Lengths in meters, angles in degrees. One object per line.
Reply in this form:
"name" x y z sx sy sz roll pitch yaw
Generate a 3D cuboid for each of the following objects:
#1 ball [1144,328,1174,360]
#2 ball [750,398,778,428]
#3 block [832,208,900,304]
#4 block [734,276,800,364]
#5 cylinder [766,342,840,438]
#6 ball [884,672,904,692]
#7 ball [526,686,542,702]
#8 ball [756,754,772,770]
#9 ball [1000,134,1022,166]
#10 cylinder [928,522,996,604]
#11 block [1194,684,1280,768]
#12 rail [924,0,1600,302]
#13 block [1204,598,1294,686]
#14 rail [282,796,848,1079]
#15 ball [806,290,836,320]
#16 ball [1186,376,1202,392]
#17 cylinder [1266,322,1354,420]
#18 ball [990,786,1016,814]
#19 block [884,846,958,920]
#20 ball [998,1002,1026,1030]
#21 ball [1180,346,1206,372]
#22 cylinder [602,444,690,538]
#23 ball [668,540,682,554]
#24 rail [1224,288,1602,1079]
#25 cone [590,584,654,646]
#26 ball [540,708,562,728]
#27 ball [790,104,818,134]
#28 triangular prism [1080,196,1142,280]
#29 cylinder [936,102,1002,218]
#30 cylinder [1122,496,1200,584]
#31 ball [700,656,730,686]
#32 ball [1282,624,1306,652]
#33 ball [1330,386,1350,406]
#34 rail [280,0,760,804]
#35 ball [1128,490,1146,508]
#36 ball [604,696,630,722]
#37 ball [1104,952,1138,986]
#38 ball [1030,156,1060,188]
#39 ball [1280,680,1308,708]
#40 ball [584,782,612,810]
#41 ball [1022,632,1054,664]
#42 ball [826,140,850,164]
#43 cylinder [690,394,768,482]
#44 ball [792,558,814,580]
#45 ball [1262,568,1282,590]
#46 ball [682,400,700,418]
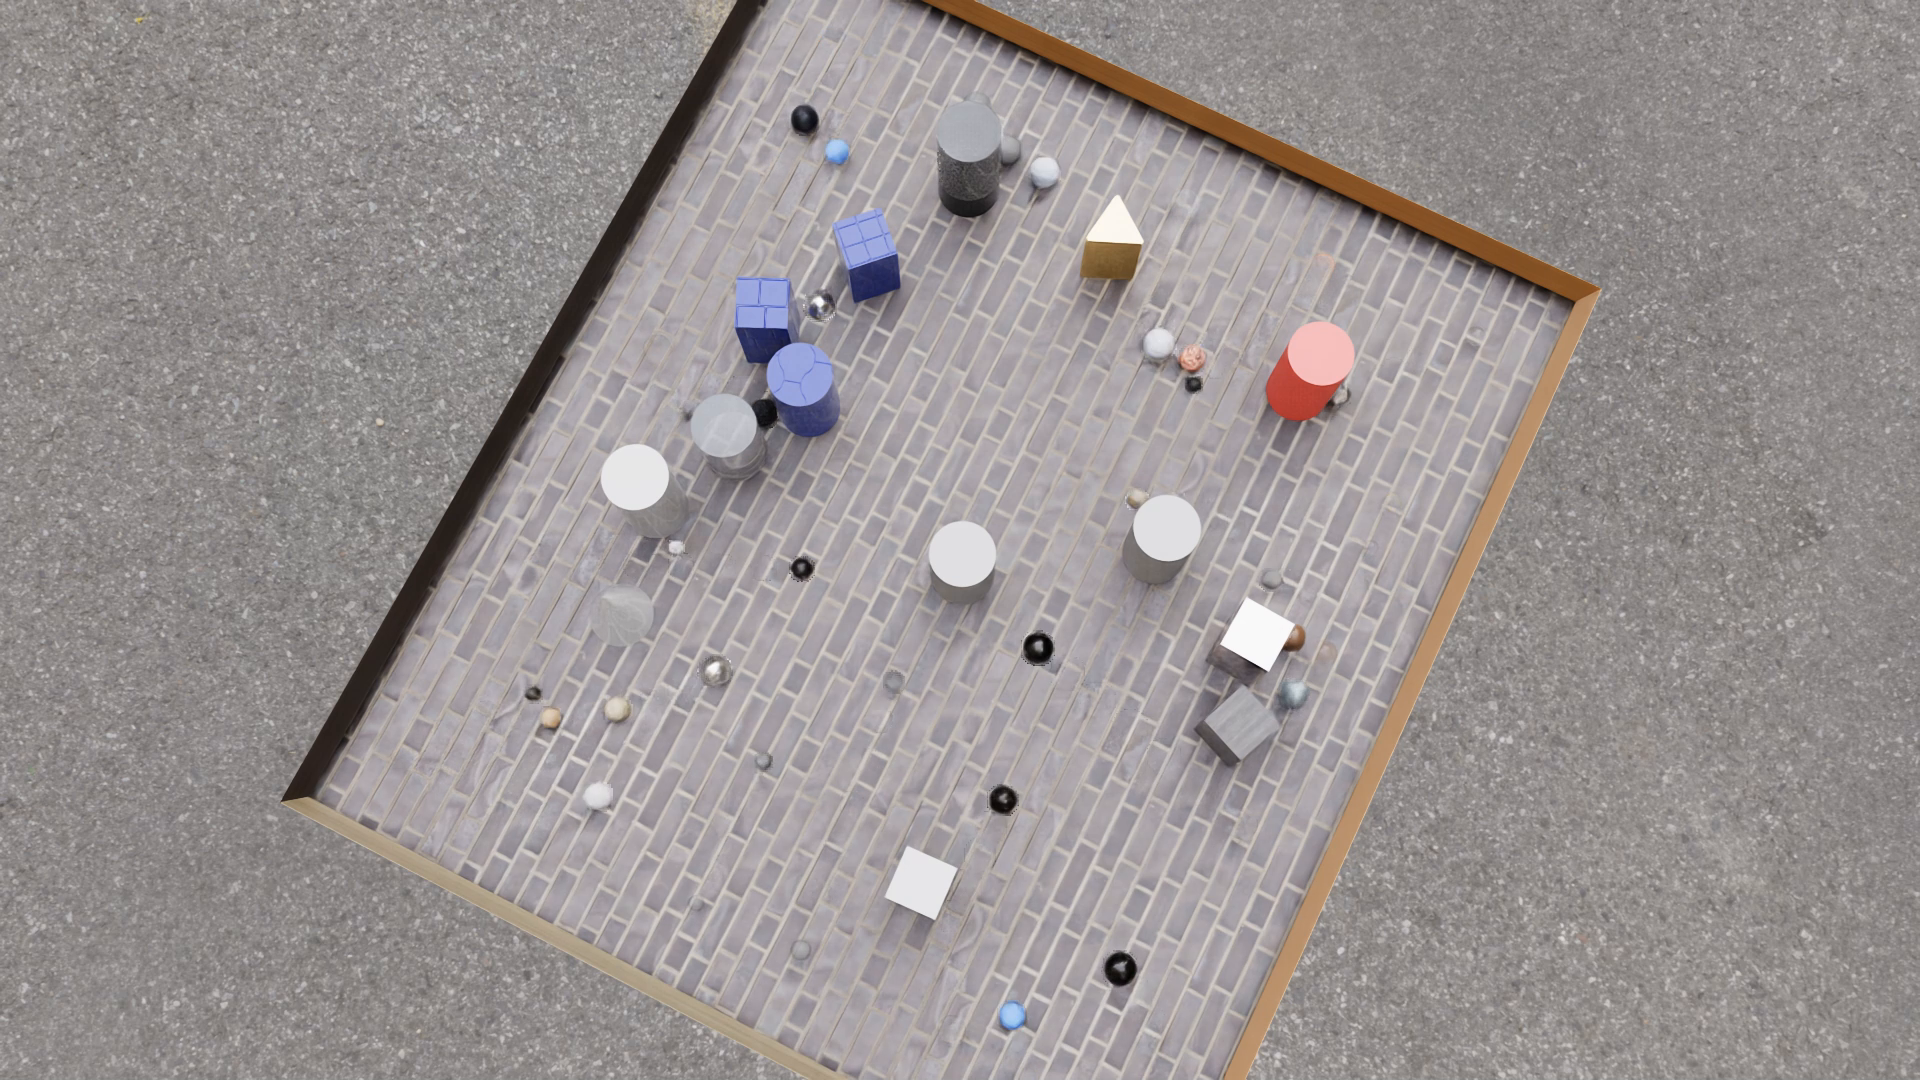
"ball" 0.618 -0.610 5.693 0.097 0.097 0.097 0 78 0
"ball" -0.606 -0.392 5.653 0.088 0.088 0.088 0 78 0
"block" -0.286 -0.873 5.641 0.155 0.306 0.155 -19 79 -4
"block" -0.583 -0.663 5.573 0.155 0.354 0.155 2 78 0
"cylinder" -0.468 -0.449 5.531 0.194 0.350 0.194 0 78 0
"ball" -0.198 0.427 5.498 0.059 0.059 0.059 0 78 0
"ball" -1.279 0.461 5.497 0.047 0.047 0.047 0 78 0
"ball" -0.586 0.659 5.456 0.047 0.047 0.047 0 78 0
"ball" 0.149 -1.239 5.823 0.097 0.097 0.097 0 78 0
"cylinder" 0.007 0.071 5.448 0.194 0.302 0.194 0 78 0
"block" 0.810 0.548 5.378 0.155 0.245 0.155 -41 81 -8
"rail" 0.700 -1.364 5.833 2.838 0.126 0.045 26 80 5
"block" 0.846 0.303 5.376 0.155 0.348 0.155 30 80 6
"rail" -0.700 1.377 5.266 2.838 0.126 0.045 26 80 5
"ball" -0.436 -0.733 5.721 0.093 0.093 0.093 0 78 0
"ball" 0.728 -0.484 5.693 0.046 0.046 0.046 0 78 0
"cylinder" 1.051 -0.504 5.523 0.194 0.387 0.194 0 78 0
"ball" 0.127 0.768 5.415 0.083 0.083 0.083 0 78 0
"block" -0.109 0.990 5.280 0.155 0.258 0.155 23 79 5
"ball" 0.151 1.374 5.293 0.078 0.078 0.078 0 78 0
"ball" 0.722 -0.563 5.692 0.080 0.080 0.080 0 78 0
"cylinder" -0.930 -0.140 5.441 0.194 0.400 0.194 0 78 0
"ball" -0.868 0.023 5.590 0.042 0.042 0.042 0 78 0
"rail" 1.248 0.618 5.423 0.045 0.126 3.176 26 80 5
"cone" -1.028 0.196 5.414 0.194 0.317 0.194 0 78 0
"ball" -1.223 0.531 5.475 0.062 0.062 0.062 0 78 0
"ball" -0.496 -1.345 5.848 0.091 0.091 0.091 0 78 0
"triangular prism" 0.468 -0.933 5.647 0.168 0.318 0.146 4 78 1
"cylinder" 0.027 -1.165 5.635 0.194 0.436 0.194 0 78 0
"cylinder" 0.594 0.002 5.432 0.194 0.360 0.194 0 78 0
"ball" -0.733 0.392 5.489 0.091 0.091 0.091 0 78 0
"ball" 0.997 0.295 5.512 0.086 0.086 0.086 0 78 0
"ball" 1.176 -0.447 5.666 0.062 0.062 0.062 0 78 0
"rail" -1.248 -0.604 5.676 0.045 0.126 3.176 26 80 5
"ball" 0.543 -0.125 5.613 0.057 0.057 0.057 0 78 0
"ball" -1.023 0.505 5.472 0.079 0.079 0.079 0 78 0
"ball" 0.465 1.243 5.311 0.095 0.095 0.095 0 78 0
"ball" 0.268 -1.166 5.808 0.097 0.097 0.097 0 78 0
"ball" 0.998 0.462 5.477 0.086 0.086 0.086 0 78 0
"ball" -1.070 0.758 5.418 0.082 0.082 0.082 0 78 0
"ball" 0.235 0.324 5.502 0.094 0.094 0.094 0 78 0
"ball" -0.391 -1.237 5.833 0.077 0.077 0.077 0 78 0
"cylinder" -0.693 -0.305 5.524 0.194 0.305 0.194 0 78 0
"ball" -0.479 0.087 5.565 0.066 0.066 0.066 0 78 0
"ball" 0.947 0.119 5.560 0.063 0.063 0.063 0 78 0
"ball" -0.832 -0.408 5.673 0.055 0.055 0.055 0 78 0
